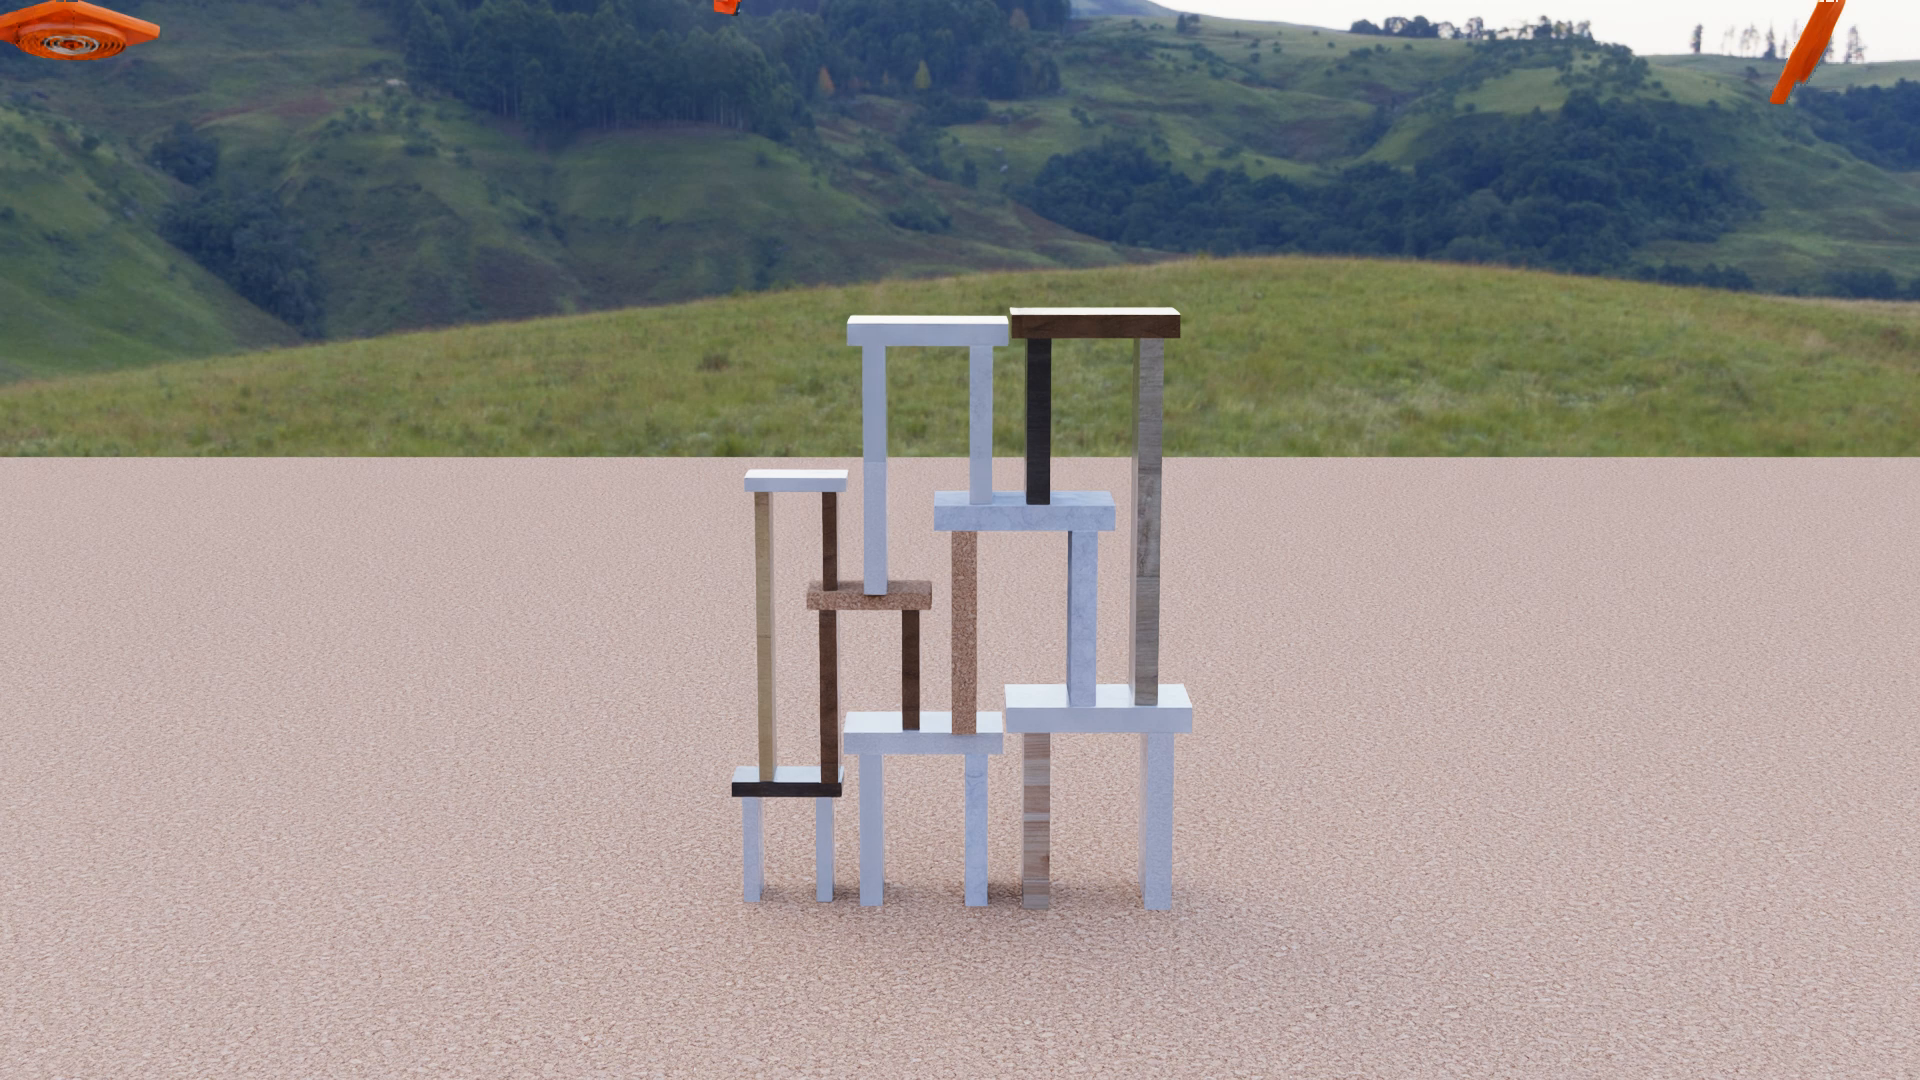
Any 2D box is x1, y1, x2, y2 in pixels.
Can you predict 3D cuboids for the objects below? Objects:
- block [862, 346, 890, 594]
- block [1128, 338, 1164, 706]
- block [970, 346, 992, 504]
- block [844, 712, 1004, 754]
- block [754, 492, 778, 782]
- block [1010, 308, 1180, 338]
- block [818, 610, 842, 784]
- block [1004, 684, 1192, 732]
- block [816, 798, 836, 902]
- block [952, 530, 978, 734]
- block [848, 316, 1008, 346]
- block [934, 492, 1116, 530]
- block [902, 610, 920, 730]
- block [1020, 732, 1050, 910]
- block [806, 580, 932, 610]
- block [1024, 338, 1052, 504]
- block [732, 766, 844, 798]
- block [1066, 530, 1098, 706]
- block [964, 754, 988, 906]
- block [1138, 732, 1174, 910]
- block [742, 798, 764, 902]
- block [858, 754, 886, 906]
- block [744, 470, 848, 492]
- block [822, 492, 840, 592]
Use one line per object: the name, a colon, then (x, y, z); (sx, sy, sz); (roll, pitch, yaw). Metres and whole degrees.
block: (-0.135, -0.120, 3.536); (0.036, 0.398, 0.126); (0, 11, 0)
block: (0.300, -0.036, 3.552); (0.037, 0.591, 0.132); (0, 11, 0)
block: (0.033, -0.191, 3.523); (0.036, 0.252, 0.126); (0, 11, 0)
block: (-0.059, 0.317, 3.622); (0.258, 0.037, 0.129); (0, 11, 0)
block: (-0.317, 0.151, 3.592); (0.023, 0.479, 0.081); (0, 11, 0)
block: (0.212, -0.345, 3.495); (0.264, 0.037, 0.132); (0, 11, 0)
block: (-0.213, 0.245, 3.607); (0.028, 0.289, 0.100); (0, 11, 0)
block: (0.224, 0.276, 3.608); (0.299, 0.042, 0.149); (0, 11, 0)
block: (-0.224, 0.501, 3.657); (0.026, 0.180, 0.090); (0, 11, 0)
block: (0.007, 0.136, 3.583); (0.041, 0.333, 0.144); (0, 11, 0)
block: (-0.051, -0.333, 3.497); (0.252, 0.036, 0.126); (0, 11, 0)
block: (0.102, -0.047, 3.549); (0.287, 0.041, 0.144); (0, 11, 0)
block: (-0.079, 0.201, 3.599); (0.028, 0.200, 0.100); (0, 11, 0)
block: (0.125, 0.444, 3.639); (0.042, 0.299, 0.149); (0, 11, 0)
block: (-0.146, 0.089, 3.578); (0.200, 0.028, 0.100); (0, 11, 0)
block: (0.124, -0.197, 3.522); (0.037, 0.264, 0.132); (0, 11, 0)
block: (-0.284, 0.400, 3.638); (0.180, 0.026, 0.090); (0, 11, 0)
block: (0.198, 0.114, 3.579); (0.041, 0.287, 0.144); (0, 11, 0)
block: (0.027, 0.462, 3.649); (0.037, 0.258, 0.129); (0, 11, 0)
block: (0.324, 0.444, 3.639); (0.042, 0.299, 0.149); (0, 11, 0)
block: (-0.344, 0.501, 3.657); (0.026, 0.180, 0.090); (0, 11, 0)
block: (-0.145, 0.462, 3.649); (0.037, 0.258, 0.129); (0, 11, 0)
block: (-0.263, -0.096, 3.546); (0.162, 0.023, 0.081); (0, 11, 0)
block: (-0.209, -0.005, 3.563); (0.023, 0.162, 0.081); (0, 11, 0)
